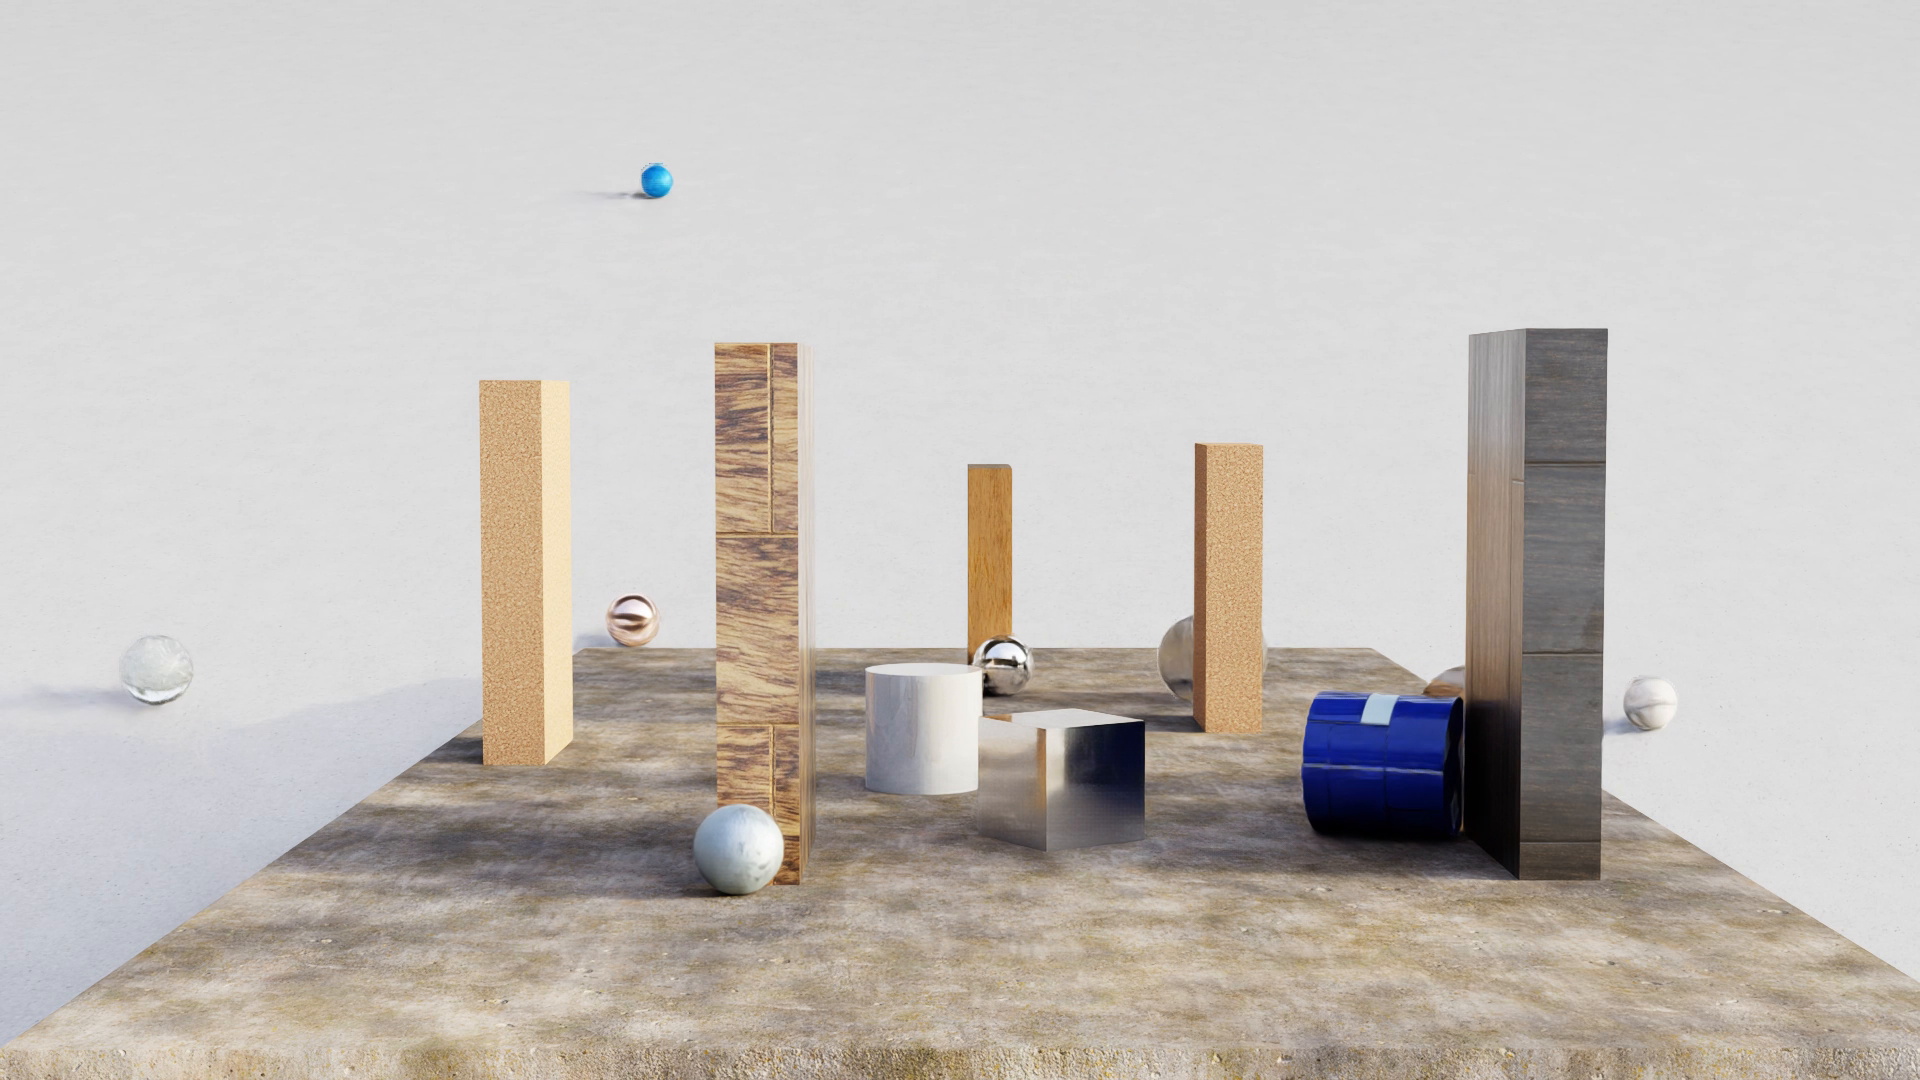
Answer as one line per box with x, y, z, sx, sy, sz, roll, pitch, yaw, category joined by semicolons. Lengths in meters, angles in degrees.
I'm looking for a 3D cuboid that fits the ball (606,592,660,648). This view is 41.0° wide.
-0.860;0.210;6.760;0.145;0.145;0.145;0;21;0;ball

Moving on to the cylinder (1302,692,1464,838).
0.628;0.329;3.771;0.204;0.204;0.204;1;20;22;cylinder

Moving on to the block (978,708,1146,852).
0.147;0.346;3.735;0.174;0.174;0.174;-2;4;-33;block

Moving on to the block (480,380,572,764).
-0.777;0.048;4.618;0.107;0.669;0.327;0;3;0;block

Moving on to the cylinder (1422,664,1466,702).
0.866;0.309;4.191;0.195;0.195;0.195;-4;4;-9;cylinder

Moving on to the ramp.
0.048;0.438;4.532;2.000;0.100;4.000;0;3;0;ramp

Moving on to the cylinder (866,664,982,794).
-0.060;0.309;4.228;0.193;0.193;0.193;0;3;0;cylinder

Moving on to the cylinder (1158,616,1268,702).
0.536;0.244;5.421;0.186;0.186;0.186;9;6;22;cylinder

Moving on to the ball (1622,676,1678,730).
1.687;0.399;6.281;0.130;0.130;0.130;0;21;0;ball

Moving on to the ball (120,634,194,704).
-2.005;0.324;6.415;0.175;0.175;0.175;0;21;0;ball

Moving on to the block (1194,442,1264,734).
0.520;0.087;4.995;0.106;0.547;0.252;0;3;0;block

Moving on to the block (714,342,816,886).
-0.265;0.087;3.552;0.108;0.711;0.392;0;3;0;block

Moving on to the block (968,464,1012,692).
0.065;0.077;5.726;0.095;0.483;0.365;0;3;0;block

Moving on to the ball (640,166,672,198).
-1.366;-1.616;11.574;0.144;0.144;0.144;0;21;0;ball

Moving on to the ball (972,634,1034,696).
0.092;0.267;5.488;0.132;0.132;0.132;0;21;0;ball

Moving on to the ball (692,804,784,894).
-0.286;0.399;3.315;0.117;0.117;0.117;0;21;0;ball

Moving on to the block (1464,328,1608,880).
0.795;0.076;3.573;0.108;0.730;0.375;0;3;0;block
